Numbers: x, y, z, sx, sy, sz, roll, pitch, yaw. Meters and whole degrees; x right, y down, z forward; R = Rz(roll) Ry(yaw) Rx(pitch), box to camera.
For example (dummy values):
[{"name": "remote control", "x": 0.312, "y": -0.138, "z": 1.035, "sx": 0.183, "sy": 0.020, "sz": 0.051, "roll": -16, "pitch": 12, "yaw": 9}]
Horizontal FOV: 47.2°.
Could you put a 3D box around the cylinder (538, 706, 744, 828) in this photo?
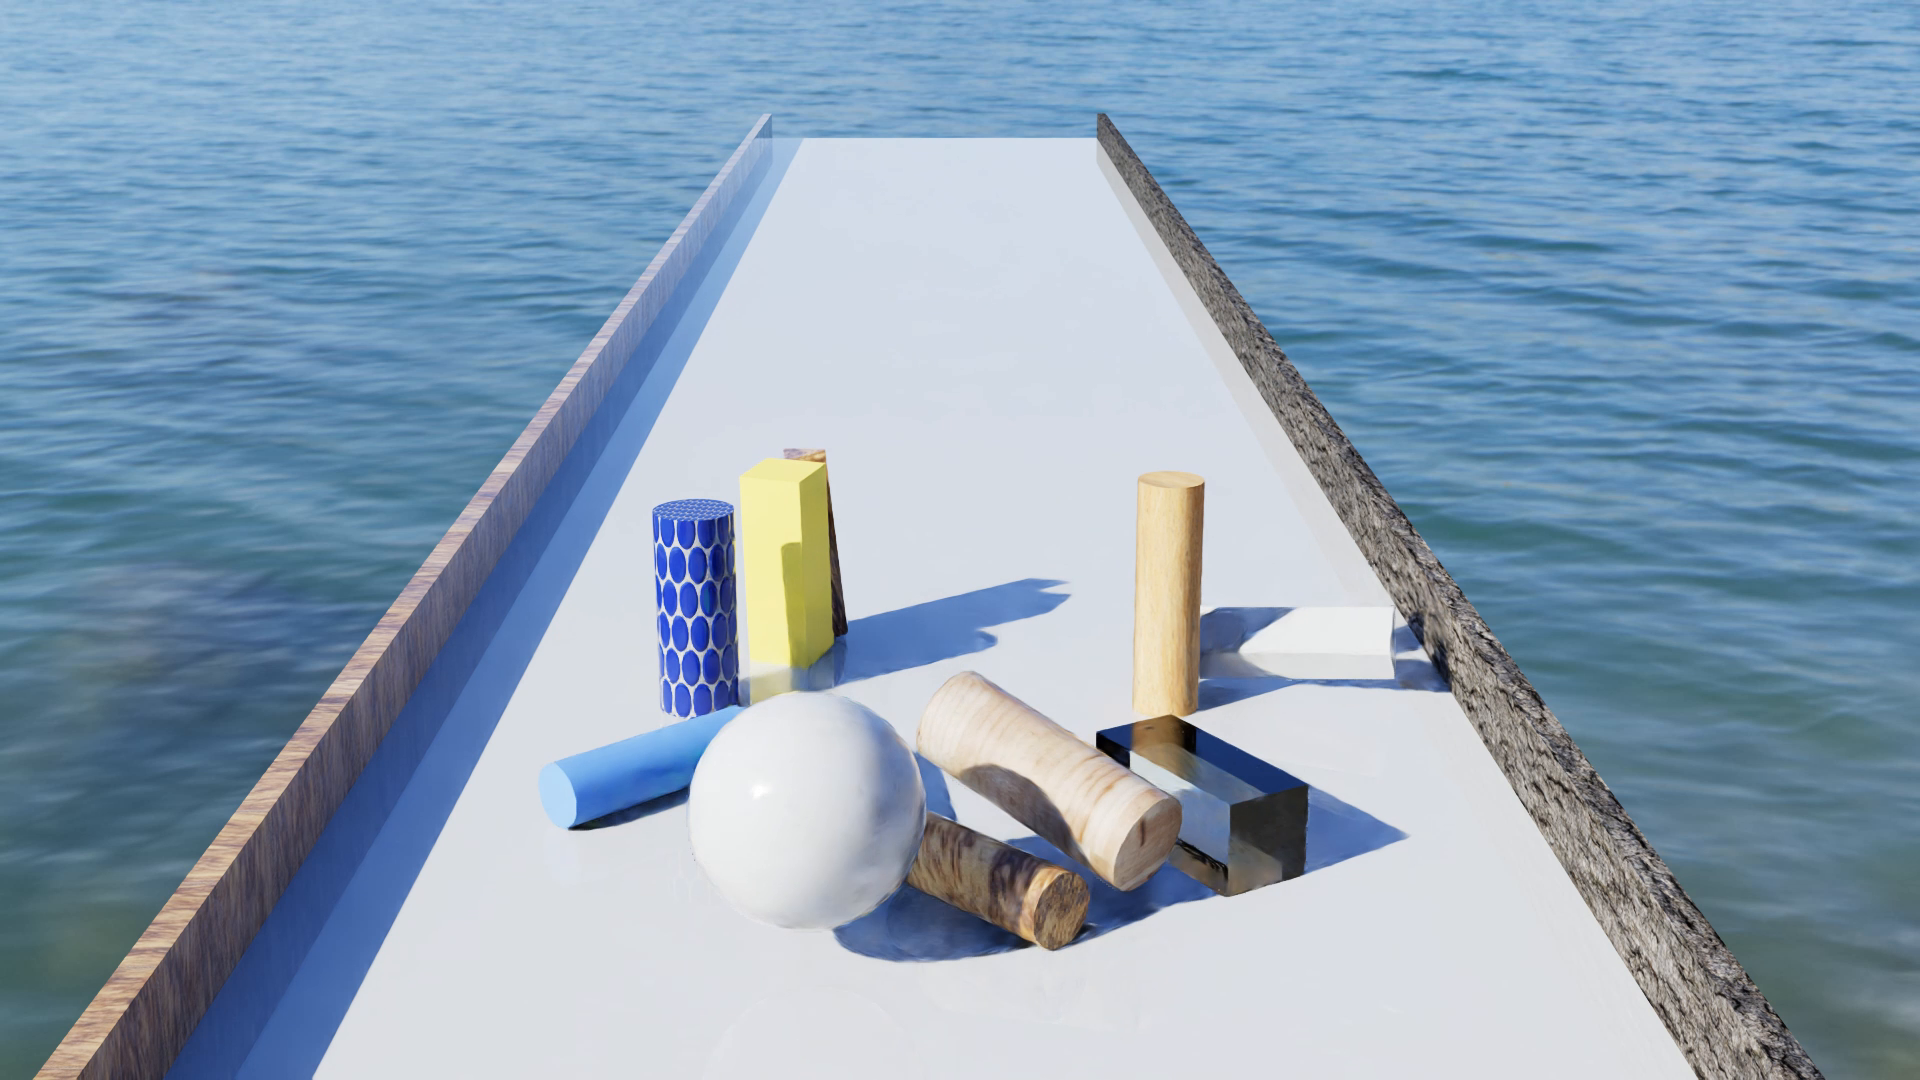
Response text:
[{"name": "cylinder", "x": -0.523, "y": 0.383, "z": 3.744, "sx": 0.385, "sy": 0.111, "sz": 0.111, "roll": -15, "pitch": 22, "yaw": -41}]

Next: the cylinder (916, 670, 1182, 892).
[{"name": "cylinder", "x": 0.134, "y": 0.368, "z": 3.407, "sx": 0.412, "sy": 0.161, "sz": 0.161, "roll": 31, "pitch": 32, "yaw": 33}]

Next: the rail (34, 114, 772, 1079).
[{"name": "rail", "x": -1.118, "y": -0.838, "z": 7.780, "sx": 0.050, "sy": 0.150, "sz": 12.000, "roll": 0, "pitch": 17, "yaw": -1}]

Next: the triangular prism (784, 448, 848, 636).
[{"name": "triangular prism", "x": -0.313, "y": 0.009, "z": 4.496, "sx": 0.094, "sy": 0.395, "sz": 0.082, "roll": -18, "pitch": 22, "yaw": -33}]

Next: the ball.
[{"name": "ball", "x": -0.216, "y": 0.383, "z": 3.118, "sx": 0.338, "sy": 0.338, "sz": 0.338, "roll": 0, "pitch": 17, "yaw": 0}]

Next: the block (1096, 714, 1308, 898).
[{"name": "block", "x": 0.382, "y": 0.421, "z": 3.538, "sx": 0.155, "sy": 0.155, "sz": 0.355, "roll": -10, "pitch": 19, "yaw": -30}]

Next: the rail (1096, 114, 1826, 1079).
[{"name": "rail", "x": 0.932, "y": -0.844, "z": 7.801, "sx": 0.050, "sy": 0.150, "sz": 12.000, "roll": 0, "pitch": 17, "yaw": -1}]

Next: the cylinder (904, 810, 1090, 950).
[{"name": "cylinder", "x": 0.038, "y": 0.507, "z": 3.314, "sx": 0.118, "sy": 0.118, "sz": 0.320, "roll": -15, "pitch": 22, "yaw": -41}]

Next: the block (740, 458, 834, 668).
[{"name": "block", "x": -0.343, "y": 0.045, "z": 4.379, "sx": 0.127, "sy": 0.389, "sz": 0.127, "roll": 6, "pitch": 21, "yaw": 20}]

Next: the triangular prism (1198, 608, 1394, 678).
[{"name": "triangular prism", "x": 0.603, "y": 0.184, "z": 4.232, "sx": 0.454, "sy": 0.117, "sz": 0.136, "roll": 0, "pitch": -25, "yaw": 15}]

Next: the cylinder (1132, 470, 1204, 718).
[{"name": "cylinder", "x": 0.388, "y": 0.102, "z": 4.102, "sx": 0.123, "sy": 0.445, "sz": 0.123, "roll": 0, "pitch": 16, "yaw": 0}]

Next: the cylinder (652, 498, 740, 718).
[{"name": "cylinder", "x": -0.493, "y": 0.128, "z": 4.124, "sx": 0.152, "sy": 0.384, "sz": 0.152, "roll": 0, "pitch": 17, "yaw": 0}]
